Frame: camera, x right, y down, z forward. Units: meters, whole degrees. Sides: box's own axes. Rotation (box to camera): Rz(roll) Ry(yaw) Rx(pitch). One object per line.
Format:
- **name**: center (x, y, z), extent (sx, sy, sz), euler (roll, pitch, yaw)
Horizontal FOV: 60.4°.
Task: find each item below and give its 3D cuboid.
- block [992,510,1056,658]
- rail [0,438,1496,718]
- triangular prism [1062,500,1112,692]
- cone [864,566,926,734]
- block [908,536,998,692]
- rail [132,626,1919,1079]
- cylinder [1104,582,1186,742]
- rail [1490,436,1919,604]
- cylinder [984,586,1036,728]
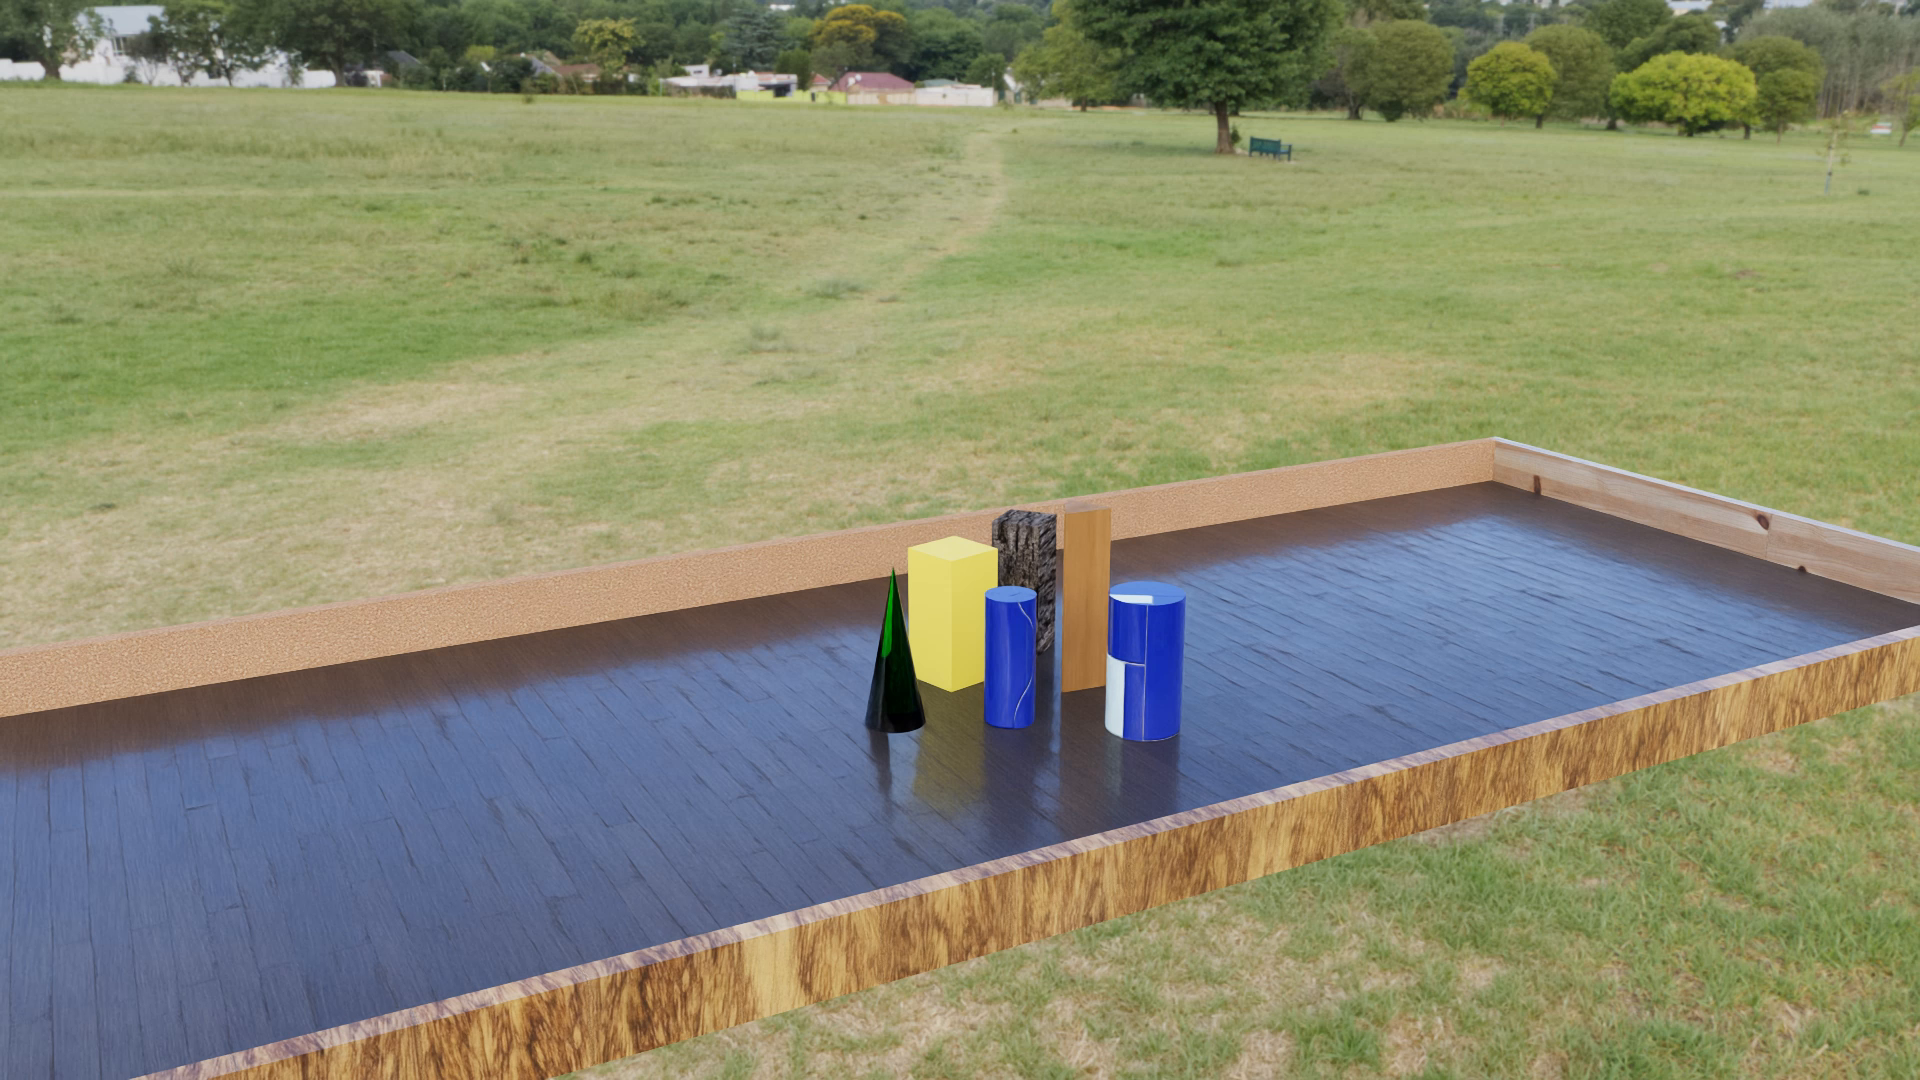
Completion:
- **block**: center (0.168, 0.112, 4.344), extent (0.131, 0.354, 0.131), euler (7, 18, 22)
- **rail**: center (-3.305, 0.497, 3.399), extent (12.000, 0.150, 0.050), euler (-9, 18, -27)
- **triangular prism**: center (0.289, 0.135, 4.082), extent (0.124, 0.458, 0.108), euler (-7, 18, -22)
- **cone**: center (-0.153, 0.242, 3.843), extent (0.144, 0.387, 0.144), euler (0, 16, 0)
- **block**: center (-0.018, 0.183, 4.134), extent (0.157, 0.338, 0.157), euler (-15, 22, -41)
- **rail**: center (-2.336, 1.006, 1.665), extent (12.000, 0.150, 0.050), euler (-9, 18, -27)
- **cylinder**: center (0.429, 0.279, 3.822), extent (0.177, 0.329, 0.177), euler (0, 16, 0)
- **rail**: center (2.466, -0.048, 5.253), extent (0.050, 0.150, 2.100), euler (-9, 18, -27)
- **cylinder**: center (0.118, 0.275, 3.867), extent (0.121, 0.312, 0.121), euler (0, 16, 0)
